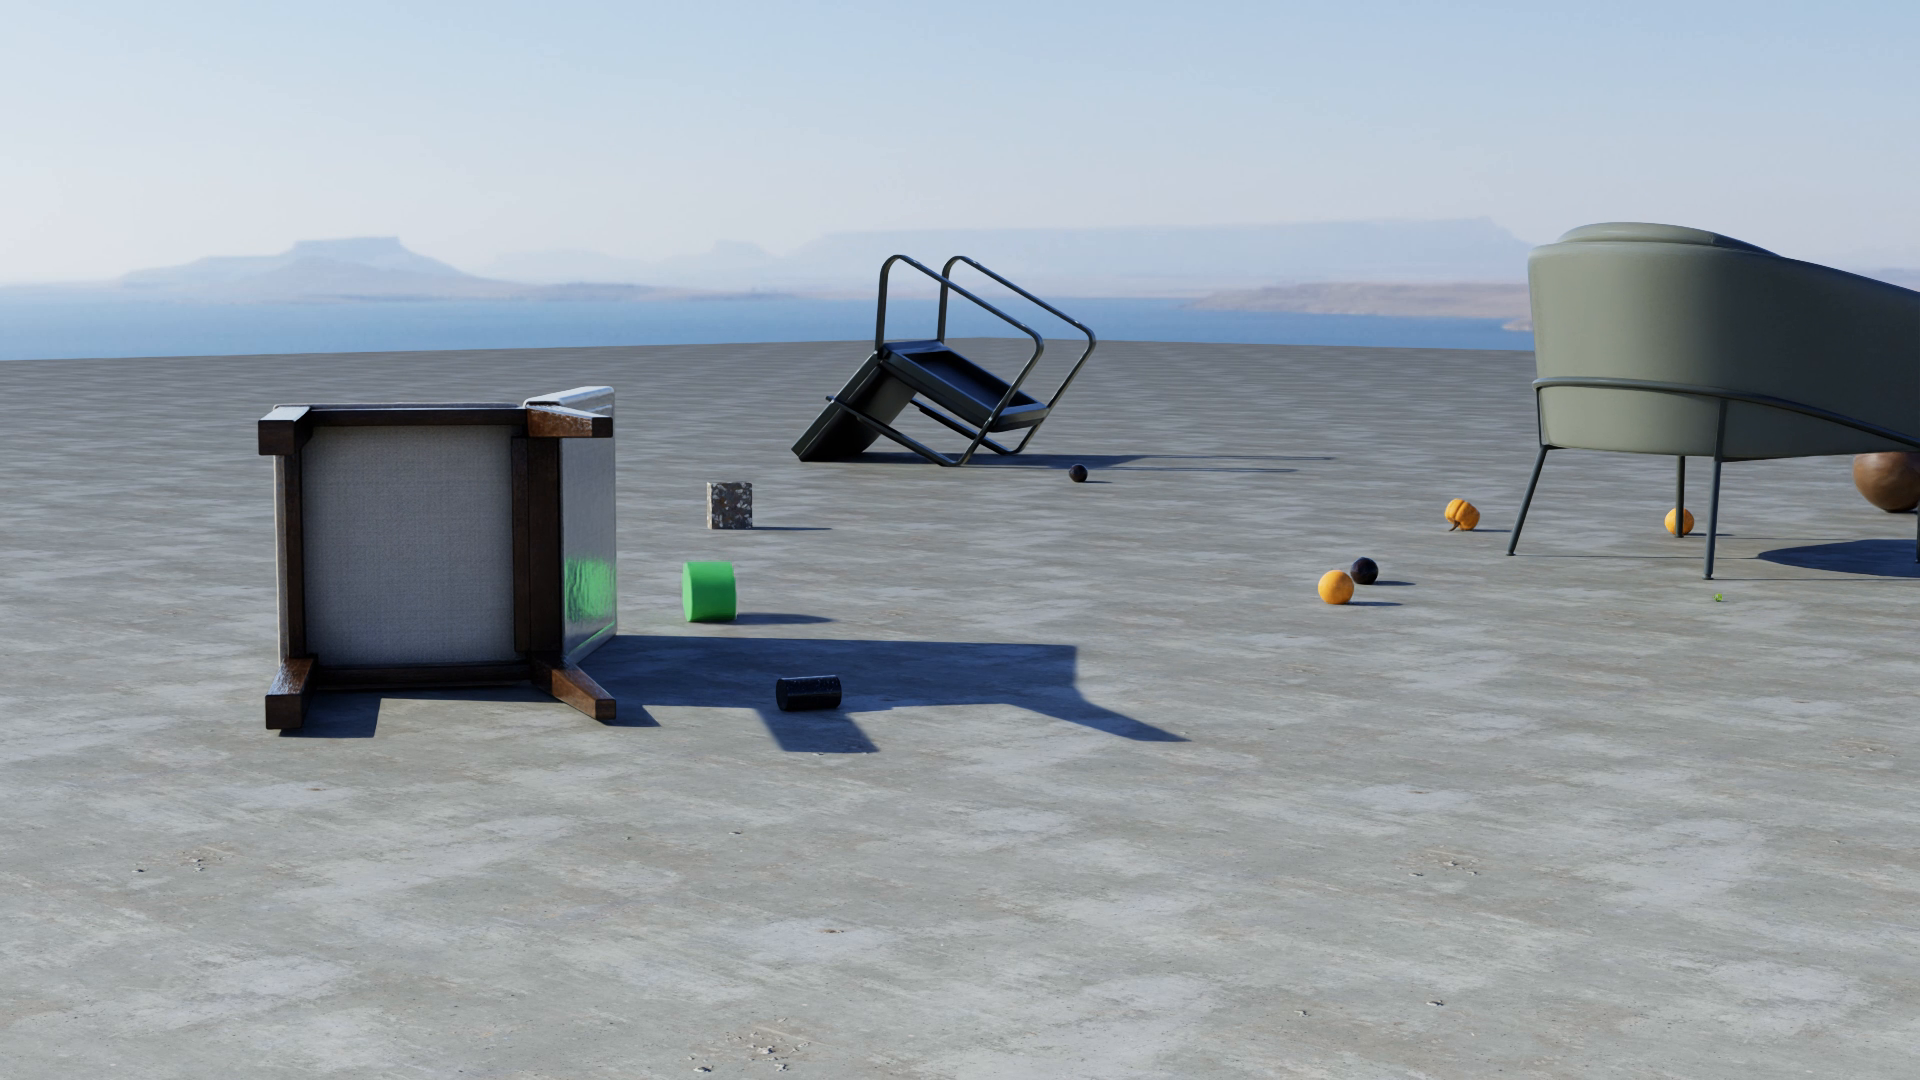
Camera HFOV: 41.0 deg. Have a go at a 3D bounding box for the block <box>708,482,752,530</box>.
[{"bbox_3d":[-0.603,-0.091,6.714,0.109,0.119,0.049,-2,6,-18],"label":"block"}]

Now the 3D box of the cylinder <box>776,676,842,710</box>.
[{"bbox_3d":[-0.231,0.233,3.912,0.087,0.049,0.057,-2,2,-23],"label":"cylinder"}]

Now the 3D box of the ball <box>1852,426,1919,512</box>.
[{"bbox_3d":[2.620,-0.198,7.167,0.240,0.240,0.240,0,6,0],"label":"ball"}]
